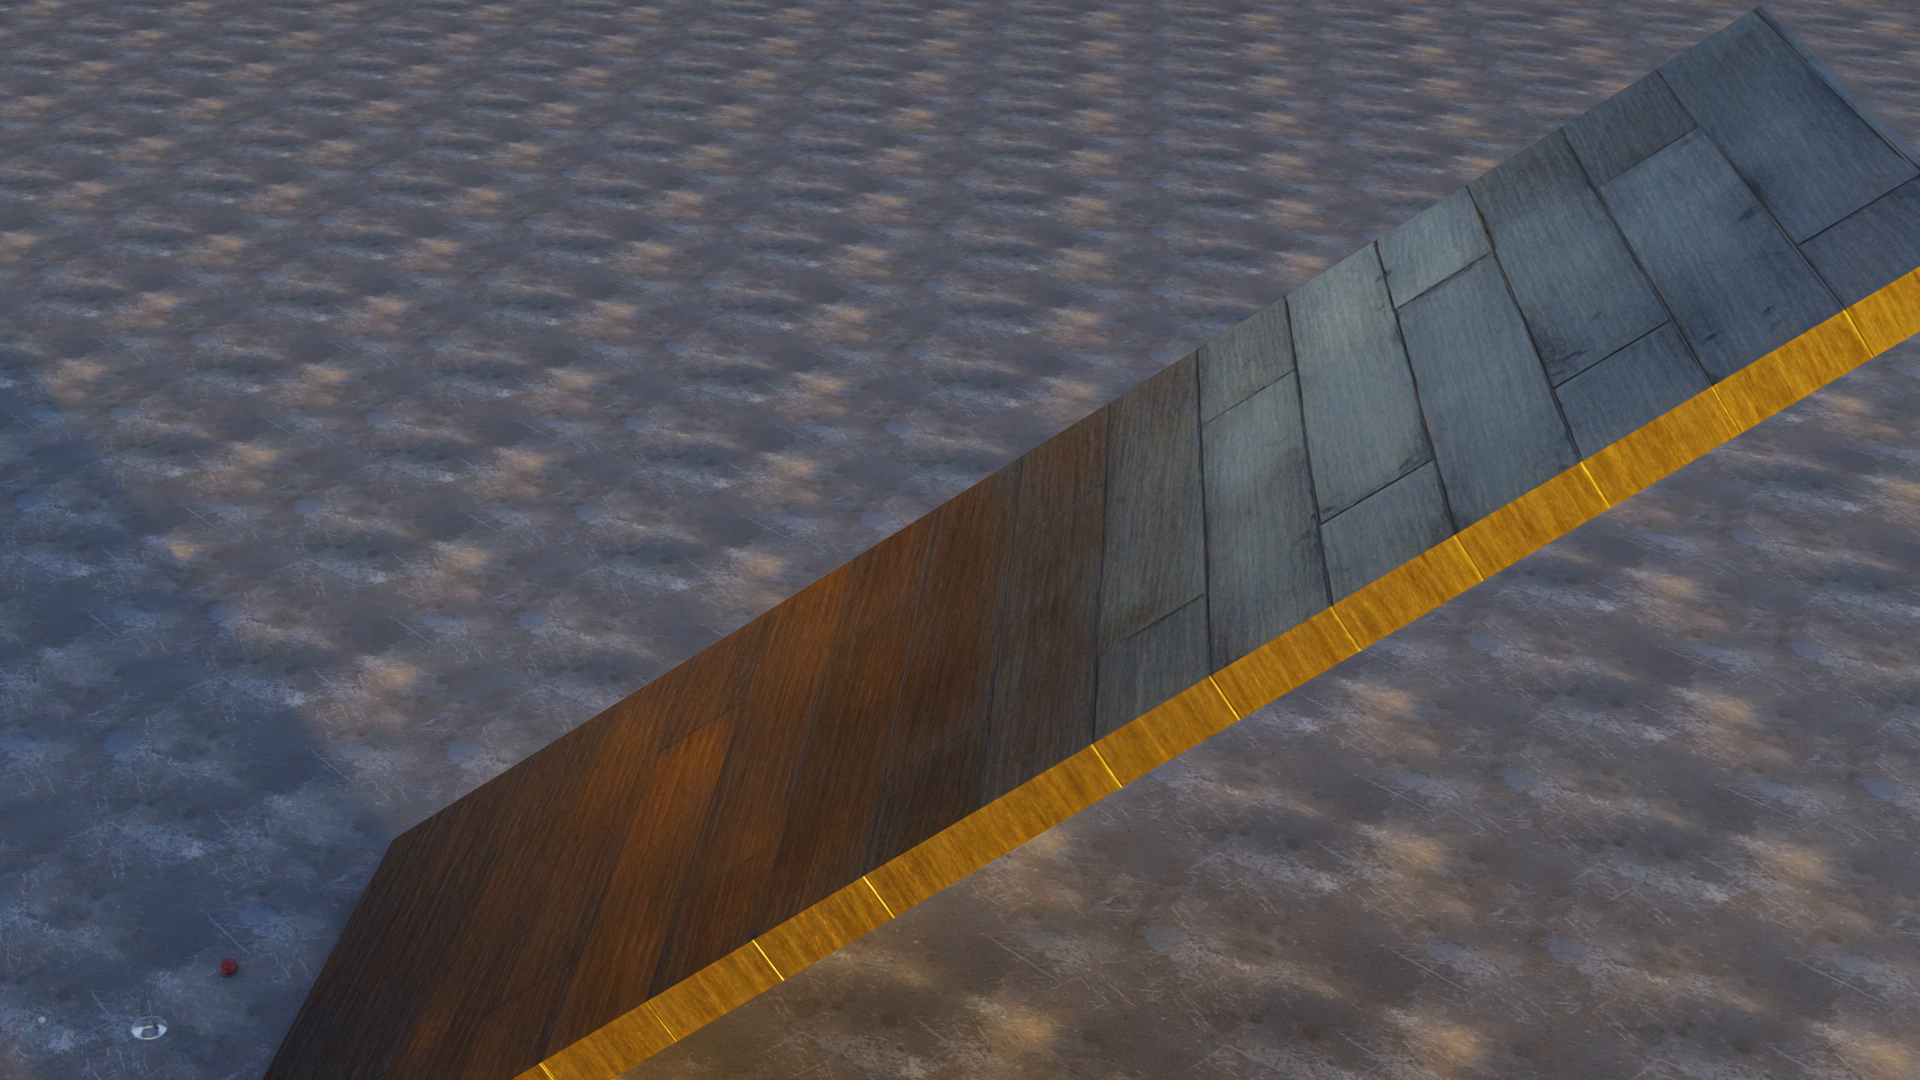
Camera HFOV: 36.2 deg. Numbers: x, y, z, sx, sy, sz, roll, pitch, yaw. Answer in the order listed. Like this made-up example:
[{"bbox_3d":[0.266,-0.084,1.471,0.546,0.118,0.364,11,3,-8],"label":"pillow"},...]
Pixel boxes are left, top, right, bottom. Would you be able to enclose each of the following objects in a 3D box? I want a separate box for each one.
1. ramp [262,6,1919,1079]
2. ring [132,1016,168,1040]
[{"bbox_3d":[0.139,0.171,6.298,4.000,0.100,2.000,-31,16,14],"label":"ramp"},{"bbox_3d":[-1.911,1.150,6.934,0.083,0.028,0.083,1,21,0],"label":"ring"}]
